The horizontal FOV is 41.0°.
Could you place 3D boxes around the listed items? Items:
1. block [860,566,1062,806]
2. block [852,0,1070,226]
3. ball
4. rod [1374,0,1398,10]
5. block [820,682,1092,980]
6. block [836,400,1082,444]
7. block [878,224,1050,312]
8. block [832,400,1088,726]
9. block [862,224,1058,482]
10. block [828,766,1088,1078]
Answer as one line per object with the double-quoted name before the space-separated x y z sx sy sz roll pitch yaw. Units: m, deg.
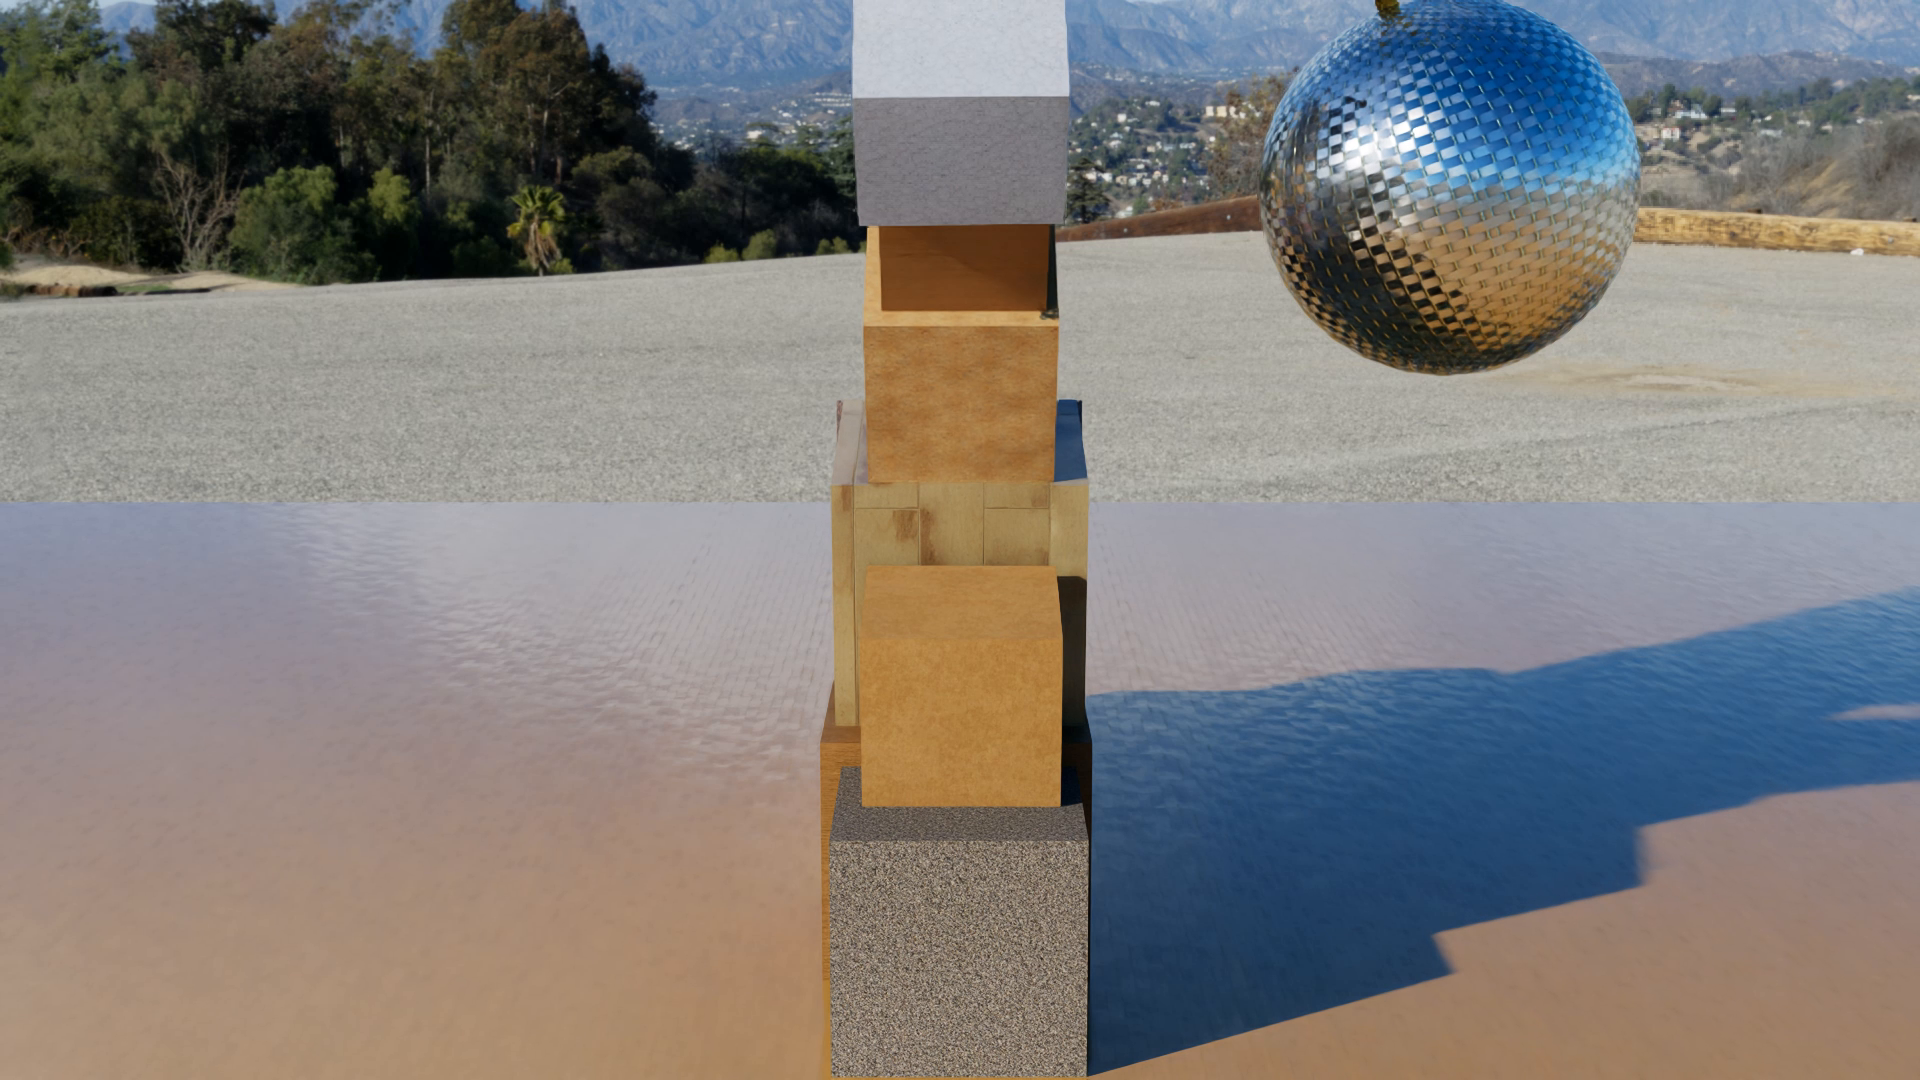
"block" 0.005 0.535 9.609 0.724 0.656 0.767 0 19 0
"block" 0.000 -1.508 8.746 0.706 0.602 0.620 -1 -35 0
"ball" 2.074 -1.499 10.908 1.600 1.600 1.600 0 10 0
"rod" 0.899 -4.638 10.337 0.080 5.200 0.080 -20 10 4
"block" -0.014 1.163 10.486 1.050 0.960 1.032 0 10 0
"block" 0.001 -0.167 11.735 1.073 0.900 1.035 0 1 0
"block" 0.015 -1.274 9.317 0.601 0.659 0.587 0 -35 0
"block" 0.000 0.069 10.508 0.986 1.006 1.121 0 20 0
"block" 0.005 -0.779 9.869 0.712 0.769 0.811 0 44 0
"block" -0.004 1.389 9.496 0.905 0.869 0.977 0 10 0
